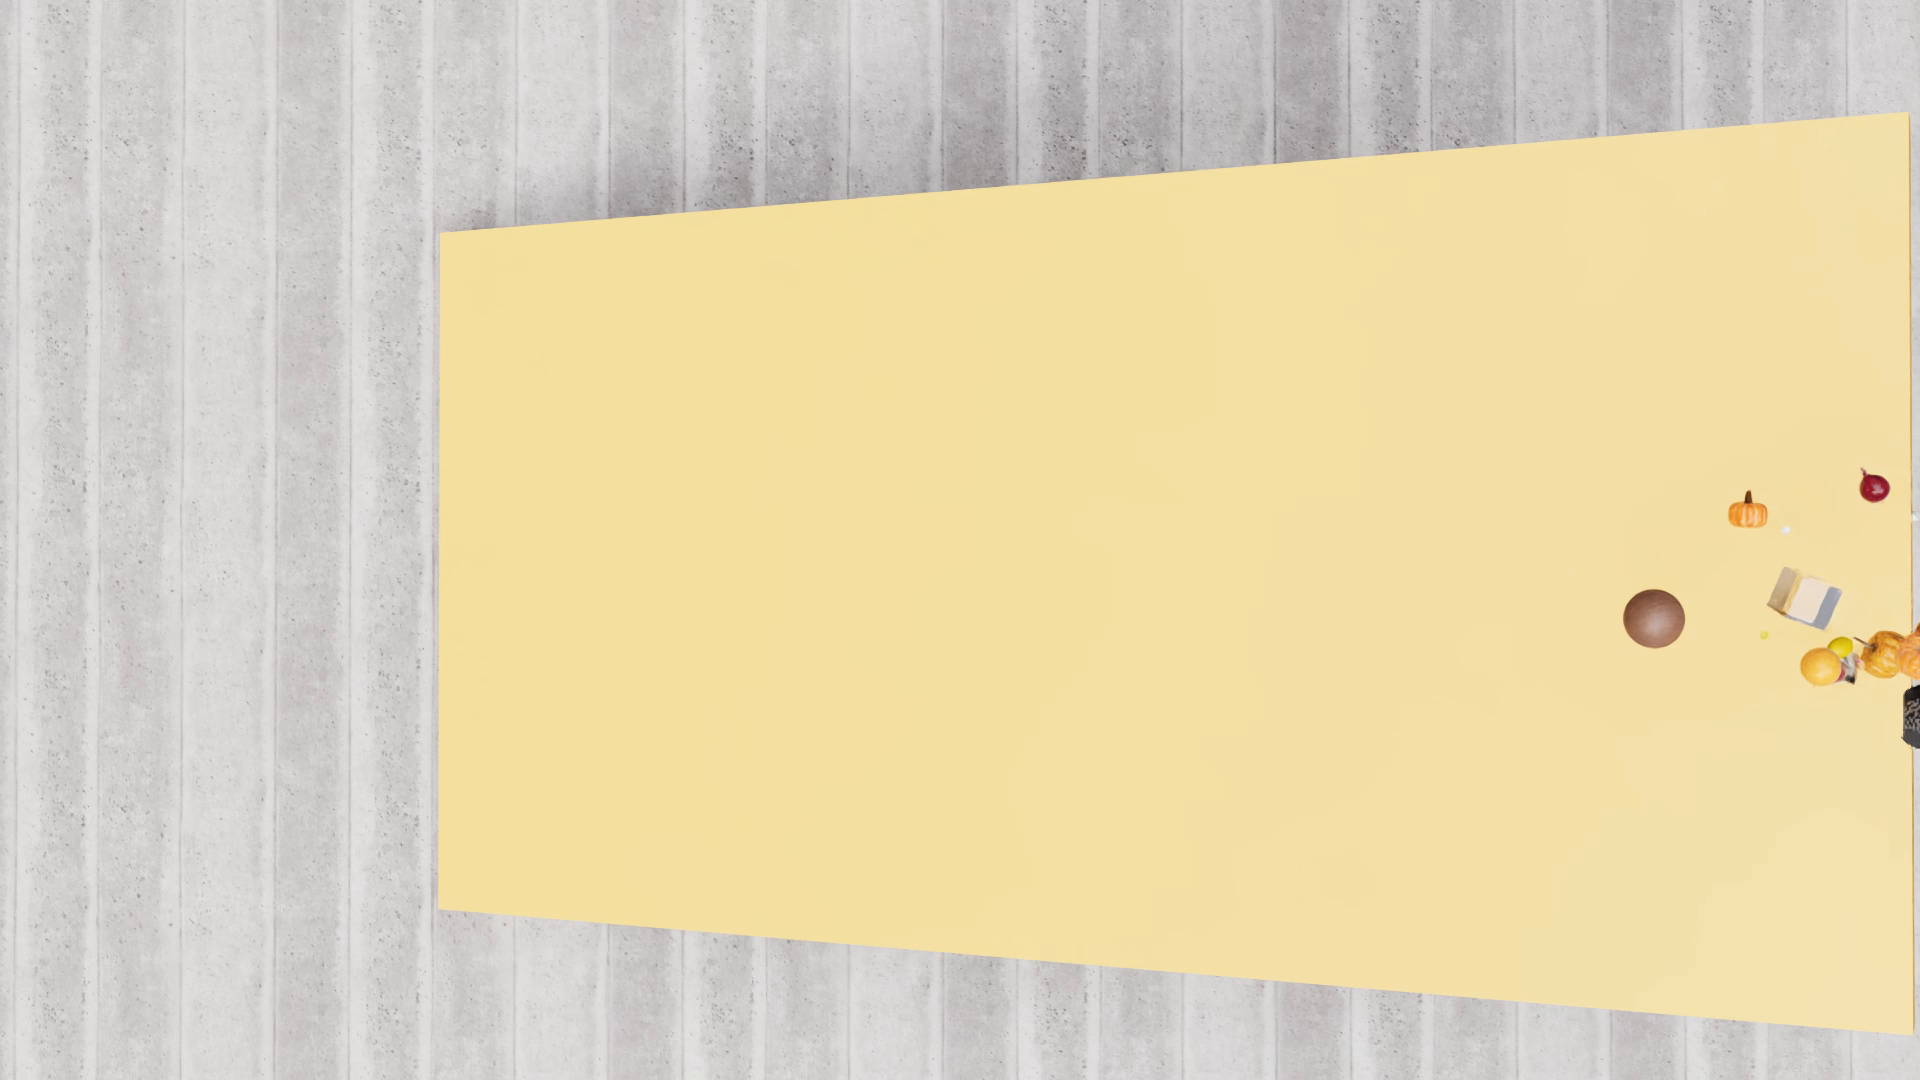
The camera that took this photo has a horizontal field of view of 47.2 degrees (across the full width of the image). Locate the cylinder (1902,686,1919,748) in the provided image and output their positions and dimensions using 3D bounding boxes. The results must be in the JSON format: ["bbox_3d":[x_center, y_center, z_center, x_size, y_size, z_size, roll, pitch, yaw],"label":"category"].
[{"bbox_3d":[1.768,0.324,4.017,0.087,0.087,0.087,16,60,0],"label":"cylinder"}]

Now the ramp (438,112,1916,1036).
[{"bbox_3d":[0.281,0.081,5.679,4.000,0.100,2.000,0,89,26],"label":"ramp"}]

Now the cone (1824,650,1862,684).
[{"bbox_3d":[1.925,0.294,4.761,0.082,0.082,0.082,2,113,4],"label":"cone"}]

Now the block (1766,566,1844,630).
[{"bbox_3d":[1.765,0.121,4.595,0.092,0.092,0.092,18,103,-9],"label":"block"}]
